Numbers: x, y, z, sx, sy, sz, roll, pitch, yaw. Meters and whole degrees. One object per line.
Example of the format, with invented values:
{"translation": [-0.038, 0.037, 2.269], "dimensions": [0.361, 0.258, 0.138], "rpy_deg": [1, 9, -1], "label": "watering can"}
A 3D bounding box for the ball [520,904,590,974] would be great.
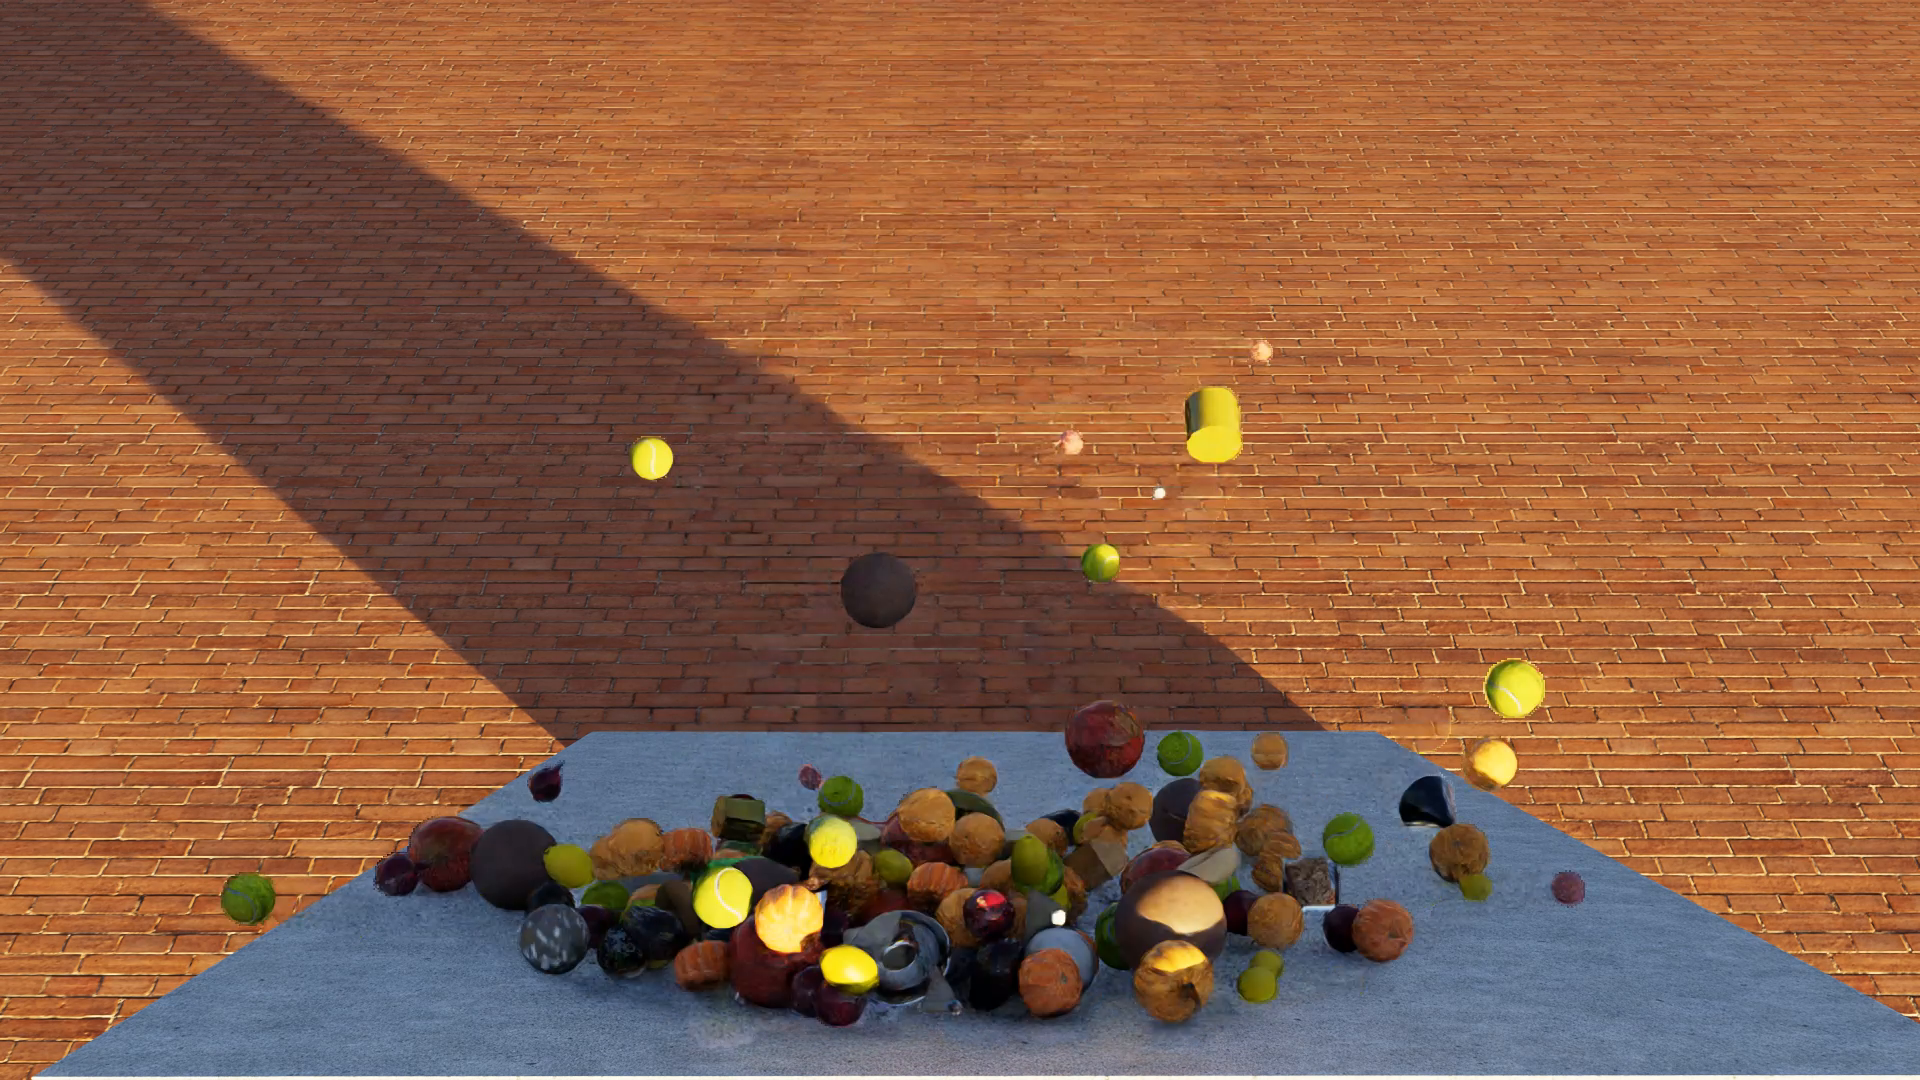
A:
{"translation": [-0.498, 0.490, 3.176], "dimensions": [0.086, 0.086, 0.086], "rpy_deg": [0, 28, 0], "label": "ball"}

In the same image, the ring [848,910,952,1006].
{"translation": [-0.070, 0.484, 2.994], "dimensions": [0.123, 0.041, 0.123], "rpy_deg": [-8, 49, 10], "label": "ring"}

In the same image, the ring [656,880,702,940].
{"translation": [-0.348, 0.459, 3.198], "dimensions": [0.027, 0.080, 0.080], "rpy_deg": [-23, 36, -35], "label": "ring"}

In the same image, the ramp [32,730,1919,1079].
{"translation": [0.063, 0.565, 4.604], "dimensions": [2.000, 0.100, 4.000], "rpy_deg": [0, 1, 0], "label": "ramp"}

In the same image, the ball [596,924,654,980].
{"translation": [-0.407, 0.500, 3.134], "dimensions": [0.068, 0.068, 0.068], "rpy_deg": [0, 28, 0], "label": "ball"}

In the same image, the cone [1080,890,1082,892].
{"translation": [0.191, 0.507, 3.867], "dimensions": [0.068, 0.068, 0.068], "rpy_deg": [7, 39, 14], "label": "cone"}

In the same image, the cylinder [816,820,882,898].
{"translation": [-0.147, 0.420, 3.403], "dimensions": [0.079, 0.079, 0.079], "rpy_deg": [8, 11, -2], "label": "cylinder"}

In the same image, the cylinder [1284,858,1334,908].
{"translation": [0.461, 0.452, 3.413], "dimensions": [0.055, 0.055, 0.055], "rpy_deg": [-13, -3, -1], "label": "cylinder"}

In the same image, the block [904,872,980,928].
{"translation": [-0.023, 0.474, 3.299], "dimensions": [0.059, 0.059, 0.059], "rpy_deg": [32, 9, -27], "label": "block"}

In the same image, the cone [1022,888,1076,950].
{"translation": [0.090, 0.450, 3.013], "dimensions": [0.065, 0.065, 0.065], "rpy_deg": [25, 76, 38], "label": "cone"}

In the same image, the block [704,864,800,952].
{"translation": [-0.262, 0.474, 3.333], "dimensions": [0.081, 0.081, 0.081], "rpy_deg": [-7, 20, 47], "label": "block"}

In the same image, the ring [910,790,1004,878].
{"translation": [-0.004, 0.444, 3.899], "dimensions": [0.148, 0.049, 0.148], "rpy_deg": [6, 53, -8], "label": "ring"}

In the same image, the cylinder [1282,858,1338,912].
{"translation": [0.495, 0.488, 3.658], "dimensions": [0.076, 0.076, 0.076], "rpy_deg": [0, 28, 4], "label": "cylinder"}

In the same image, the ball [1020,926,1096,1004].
{"translation": [0.113, 0.490, 2.976], "dimensions": [0.087, 0.087, 0.087], "rpy_deg": [0, 28, 0], "label": "ball"}

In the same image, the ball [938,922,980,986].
{"translation": [-0.015, 0.496, 3.100], "dimensions": [0.076, 0.076, 0.076], "rpy_deg": [0, 28, 0], "label": "ball"}

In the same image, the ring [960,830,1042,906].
{"translation": [0.057, 0.453, 3.580], "dimensions": [0.130, 0.043, 0.130], "rpy_deg": [-30, 21, 13], "label": "ring"}

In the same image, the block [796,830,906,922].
{"translation": [-0.150, 0.455, 3.526], "dimensions": [0.092, 0.092, 0.092], "rpy_deg": [28, 15, 34], "label": "block"}

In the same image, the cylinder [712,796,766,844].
{"translation": [-0.329, 0.416, 3.844], "dimensions": [0.064, 0.064, 0.064], "rpy_deg": [10, 24, -21], "label": "cylinder"}

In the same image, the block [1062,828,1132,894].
{"translation": [0.200, 0.471, 3.784], "dimensions": [0.060, 0.060, 0.060], "rpy_deg": [57, 36, 5], "label": "block"}

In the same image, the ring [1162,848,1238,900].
{"translation": [0.293, 0.406, 3.144], "dimensions": [0.101, 0.034, 0.101], "rpy_deg": [-28, 0, 0], "label": "ring"}

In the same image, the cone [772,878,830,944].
{"translation": [-0.179, 0.450, 3.089], "dimensions": [0.072, 0.072, 0.072], "rpy_deg": [-17, 5, 2], "label": "cone"}

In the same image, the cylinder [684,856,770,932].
{"translation": [-0.311, 0.482, 3.521], "dimensions": [0.095, 0.095, 0.095], "rpy_deg": [-1, 23, -36], "label": "cylinder"}

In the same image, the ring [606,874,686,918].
{"translation": [-0.426, 0.503, 3.656], "dimensions": [0.147, 0.049, 0.147], "rpy_deg": [1, 1, 0], "label": "ring"}

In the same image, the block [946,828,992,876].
{"translation": [0.015, 0.489, 4.046], "dimensions": [0.065, 0.065, 0.065], "rpy_deg": [0, 1, 7], "label": "block"}

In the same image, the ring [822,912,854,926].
{"translation": [-0.191, 0.510, 3.581], "dimensions": [0.109, 0.036, 0.109], "rpy_deg": [4, 2, 0], "label": "ring"}

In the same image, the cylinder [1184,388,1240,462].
{"translation": [0.400, -0.182, 4.093], "dimensions": [0.085, 0.085, 0.085], "rpy_deg": [0, 49, 1], "label": "cylinder"}

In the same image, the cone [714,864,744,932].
{"translation": [-0.288, 0.474, 3.450], "dimensions": [0.088, 0.088, 0.088], "rpy_deg": [-4, -17, -1], "label": "cone"}

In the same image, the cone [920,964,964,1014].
{"translation": [-0.024, 0.506, 2.933], "dimensions": [0.051, 0.051, 0.051], "rpy_deg": [-6, 2, 0], "label": "cone"}

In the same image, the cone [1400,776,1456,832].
{"translation": [0.753, 0.432, 4.045], "dimensions": [0.095, 0.095, 0.095], "rpy_deg": [-9, 20, -17], "label": "cone"}

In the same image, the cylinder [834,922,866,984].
{"translation": [-0.101, 0.494, 3.070], "dimensions": [0.072, 0.072, 0.072], "rpy_deg": [10, 21, -28], "label": "cylinder"}

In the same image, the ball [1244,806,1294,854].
{"translation": [0.510, 0.479, 4.266], "dimensions": [0.081, 0.081, 0.081], "rpy_deg": [0, 28, 0], "label": "ball"}

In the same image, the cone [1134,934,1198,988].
{"translation": [0.236, 0.519, 3.096], "dimensions": [0.069, 0.069, 0.069], "rpy_deg": [-28, 36, -16], "label": "cone"}
